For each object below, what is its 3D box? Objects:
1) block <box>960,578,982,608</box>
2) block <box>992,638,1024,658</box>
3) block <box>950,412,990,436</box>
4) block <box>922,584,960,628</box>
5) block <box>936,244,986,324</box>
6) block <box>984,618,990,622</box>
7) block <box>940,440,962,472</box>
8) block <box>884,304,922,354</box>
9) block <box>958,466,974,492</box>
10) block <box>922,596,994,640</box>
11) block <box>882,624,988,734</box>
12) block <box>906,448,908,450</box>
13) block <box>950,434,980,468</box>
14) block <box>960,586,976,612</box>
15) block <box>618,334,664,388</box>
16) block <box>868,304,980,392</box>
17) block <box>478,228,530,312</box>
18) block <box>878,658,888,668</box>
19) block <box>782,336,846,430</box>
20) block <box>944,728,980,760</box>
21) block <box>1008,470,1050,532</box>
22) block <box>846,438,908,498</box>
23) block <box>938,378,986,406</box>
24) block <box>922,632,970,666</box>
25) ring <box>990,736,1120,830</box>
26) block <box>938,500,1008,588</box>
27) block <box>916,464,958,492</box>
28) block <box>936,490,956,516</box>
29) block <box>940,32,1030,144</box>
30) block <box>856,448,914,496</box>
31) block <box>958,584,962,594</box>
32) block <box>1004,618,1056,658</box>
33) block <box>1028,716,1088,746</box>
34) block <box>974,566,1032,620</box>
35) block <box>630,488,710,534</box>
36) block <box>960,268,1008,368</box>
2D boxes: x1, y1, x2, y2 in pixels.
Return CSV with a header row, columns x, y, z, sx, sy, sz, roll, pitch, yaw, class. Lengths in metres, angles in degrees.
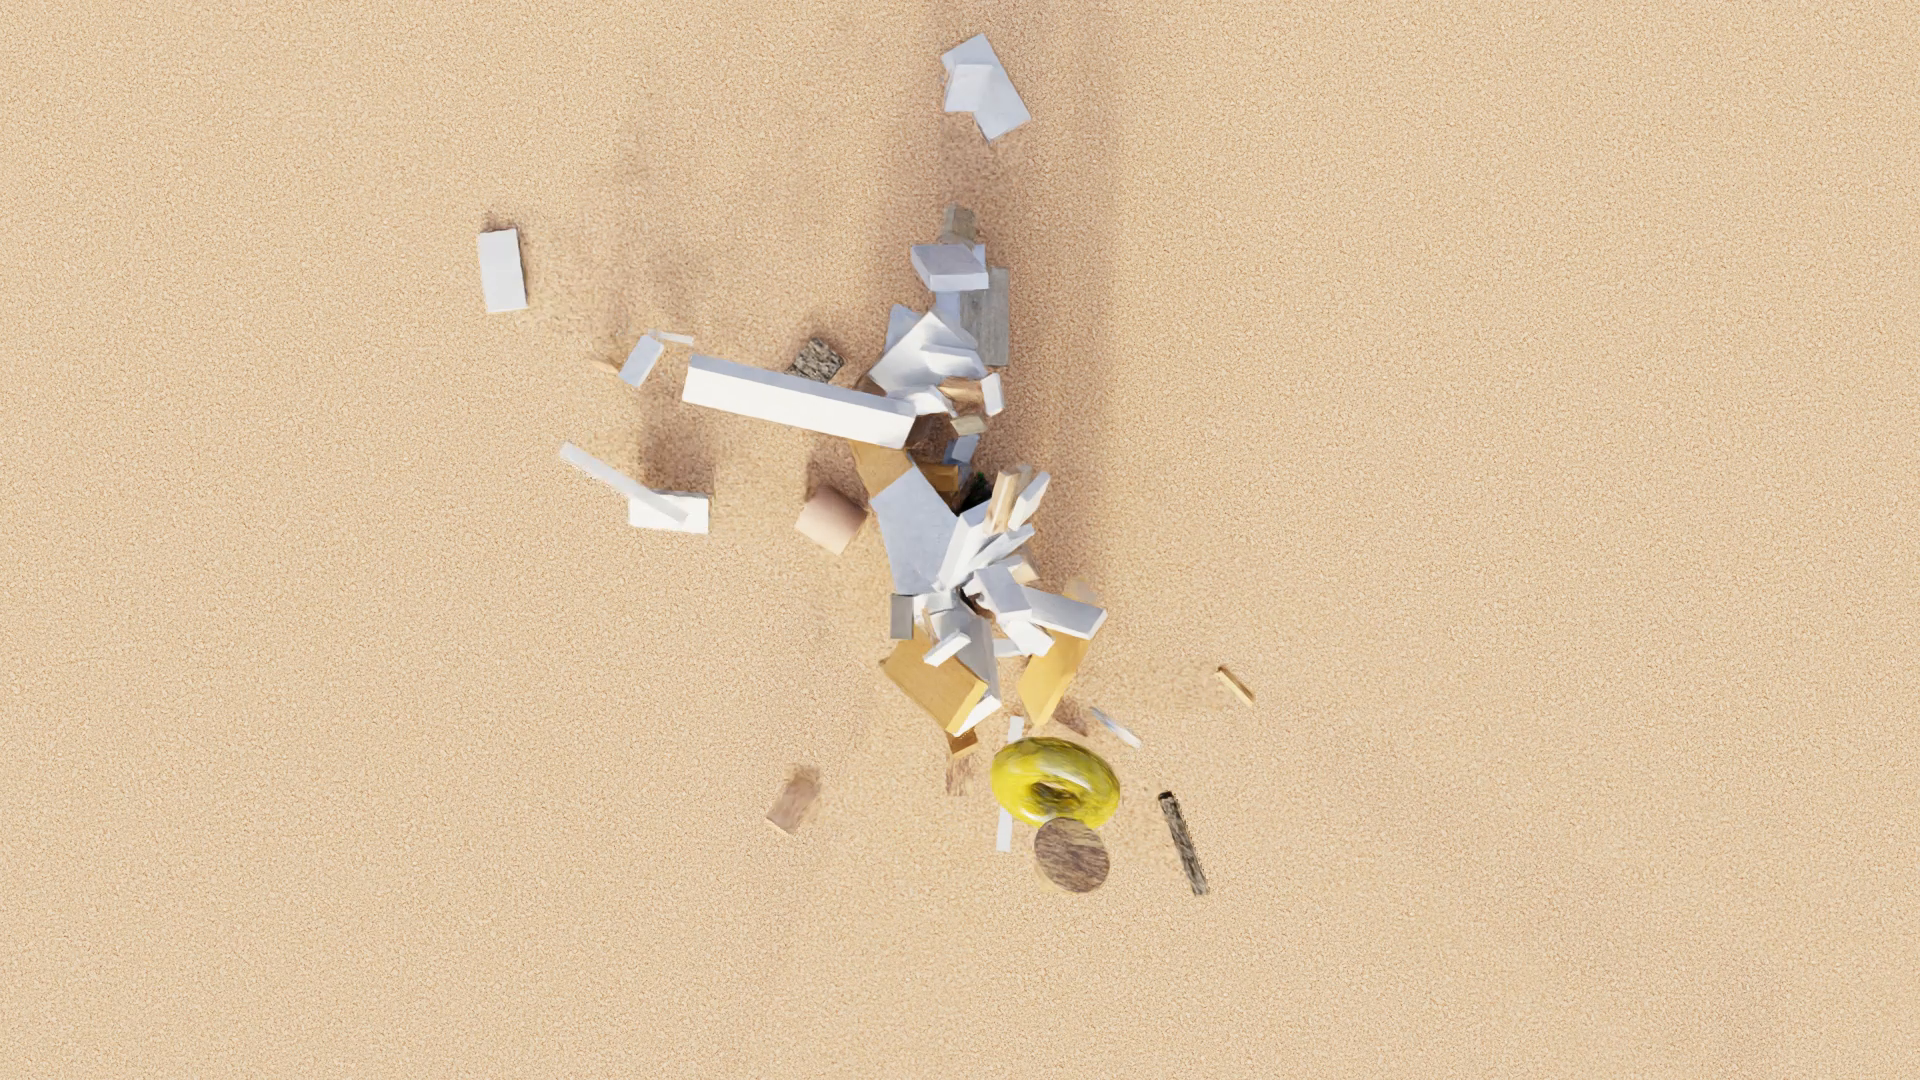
x,y,z,sx,sy,sz,roll,pitch,yaw,class
0.037,0.122,4.640,0.065,0.018,0.131,-38,68,-1,block
0.060,0.355,5.328,0.307,0.153,0.043,-3,81,-17,block
0.027,-0.321,4.563,0.050,0.101,0.014,58,45,-28,block
-0.068,0.174,5.137,0.125,0.249,0.035,-18,119,4,block
0.003,-0.816,5.477,0.161,0.046,0.322,0,90,0,block
0.027,0.294,5.235,0.125,0.532,0.035,3,81,0,block
-0.022,-0.270,5.450,0.064,0.018,0.129,17,48,0,block
-0.173,-0.623,5.178,0.115,0.230,0.033,28,48,13,block
-0.007,-0.212,5.443,0.064,0.129,0.018,29,127,0,block
-0.028,0.237,4.940,0.125,0.035,0.249,-42,103,13,block
-0.074,0.388,4.655,0.334,0.047,0.167,38,96,45,block
-0.186,-0.145,5.303,0.154,0.044,0.403,-36,134,-12,block
0.016,-0.304,5.455,0.064,0.018,0.129,21,54,0,block
-0.034,0.200,5.400,0.124,0.035,0.247,-25,135,0,block
-1.009,-0.567,5.224,0.079,0.022,0.158,30,86,21,block
-0.110,-0.523,4.768,0.167,0.047,0.334,42,134,-10,block
-1.519,-0.894,5.482,0.129,0.037,0.258,-8,90,0,block
-0.150,0.373,4.976,0.095,0.190,0.027,15,74,-42,block
-0.526,-0.520,5.482,0.129,0.037,0.299,39,90,0,block
0.005,0.648,5.412,0.091,0.182,0.026,-25,116,0,block
0.173,-0.097,4.148,0.027,0.190,0.095,39,68,8,block
-0.219,-0.209,5.005,0.154,0.044,0.309,-24,72,3,block
0.030,-0.409,4.582,0.093,0.186,0.026,33,78,-33,block
-0.037,0.296,4.506,0.125,0.063,0.018,-38,57,20,block
0.279,0.726,4.882,0.396,0.396,0.132,19,50,0,ring
0.055,-0.001,4.415,0.173,0.346,0.049,-26,69,-23,block
-0.080,-0.202,5.356,0.165,0.023,0.082,3,98,34,block
-0.069,-0.138,5.428,0.082,0.023,0.165,8,127,33,block
0.085,-1.500,5.477,0.161,0.046,0.322,-30,90,0,block
-0.165,-0.132,4.834,0.145,0.041,0.291,-34,73,-2,block
-0.086,0.065,5.285,0.124,0.035,0.248,-14,85,5,block
0.195,0.264,4.602,0.134,0.019,0.067,35,116,2,block
0.323,0.654,5.487,0.182,0.026,0.091,31,90,0,block
0.110,0.138,4.294,0.091,0.182,0.026,-6,130,-22,block
-0.959,-0.099,5.452,0.258,0.037,0.129,6,119,0,block
0.079,-0.734,5.432,0.161,0.046,0.322,0,90,0,block
